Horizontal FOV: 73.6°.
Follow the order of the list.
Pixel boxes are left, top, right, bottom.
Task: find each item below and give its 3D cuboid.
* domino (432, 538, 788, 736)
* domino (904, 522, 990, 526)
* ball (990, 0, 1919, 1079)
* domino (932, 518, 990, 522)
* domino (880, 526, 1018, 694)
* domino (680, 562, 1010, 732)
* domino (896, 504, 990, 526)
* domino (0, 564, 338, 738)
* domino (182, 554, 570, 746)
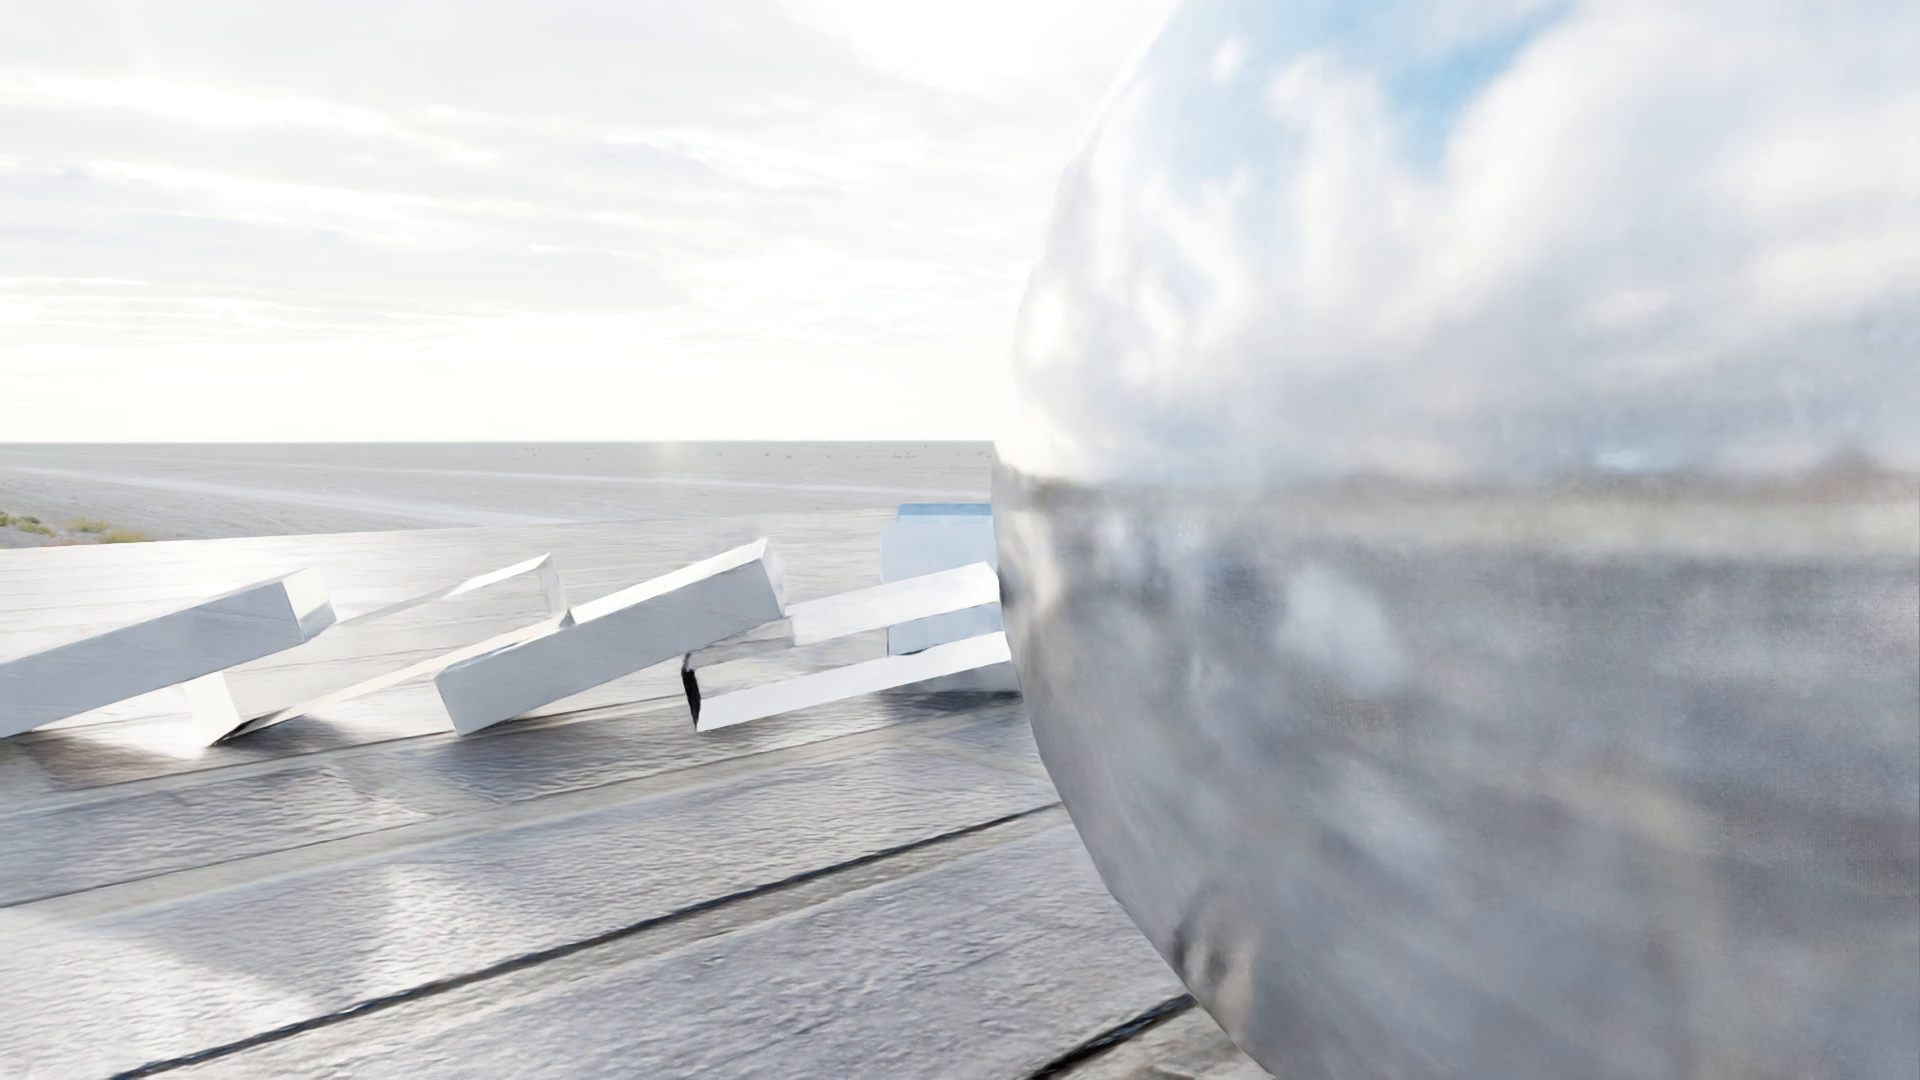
[{"bbox_3d":[-0.052,0.014,0.200,0.050,0.009,0.025,-20,9,-4],"label":"domino"},{"bbox_3d":[-0.002,0.009,0.299,0.025,0.010,0.050,0,21,1],"label":"domino"},{"bbox_3d":[0.042,-0.003,0.070,0.080,0.080,0.080,0,4,0],"label":"ball"},{"bbox_3d":[0.004,0.007,0.333,0.025,0.009,0.050,0,19,2],"label":"domino"},{"bbox_3d":[-0.002,0.012,0.241,0.025,0.009,0.050,0,24,-4],"label":"domino"},{"bbox_3d":[-0.017,0.016,0.203,0.050,0.010,0.025,-13,13,-6],"label":"domino"},{"bbox_3d":[-0.002,0.006,0.277,0.025,0.009,0.050,0,24,1],"label":"domino"},{"bbox_3d":[-0.120,0.017,0.186,0.050,0.010,0.025,-18,9,-14],"label":"domino"},{"bbox_3d":[-0.087,0.016,0.197,0.050,0.010,0.025,-19,8,-11],"label":"domino"}]
